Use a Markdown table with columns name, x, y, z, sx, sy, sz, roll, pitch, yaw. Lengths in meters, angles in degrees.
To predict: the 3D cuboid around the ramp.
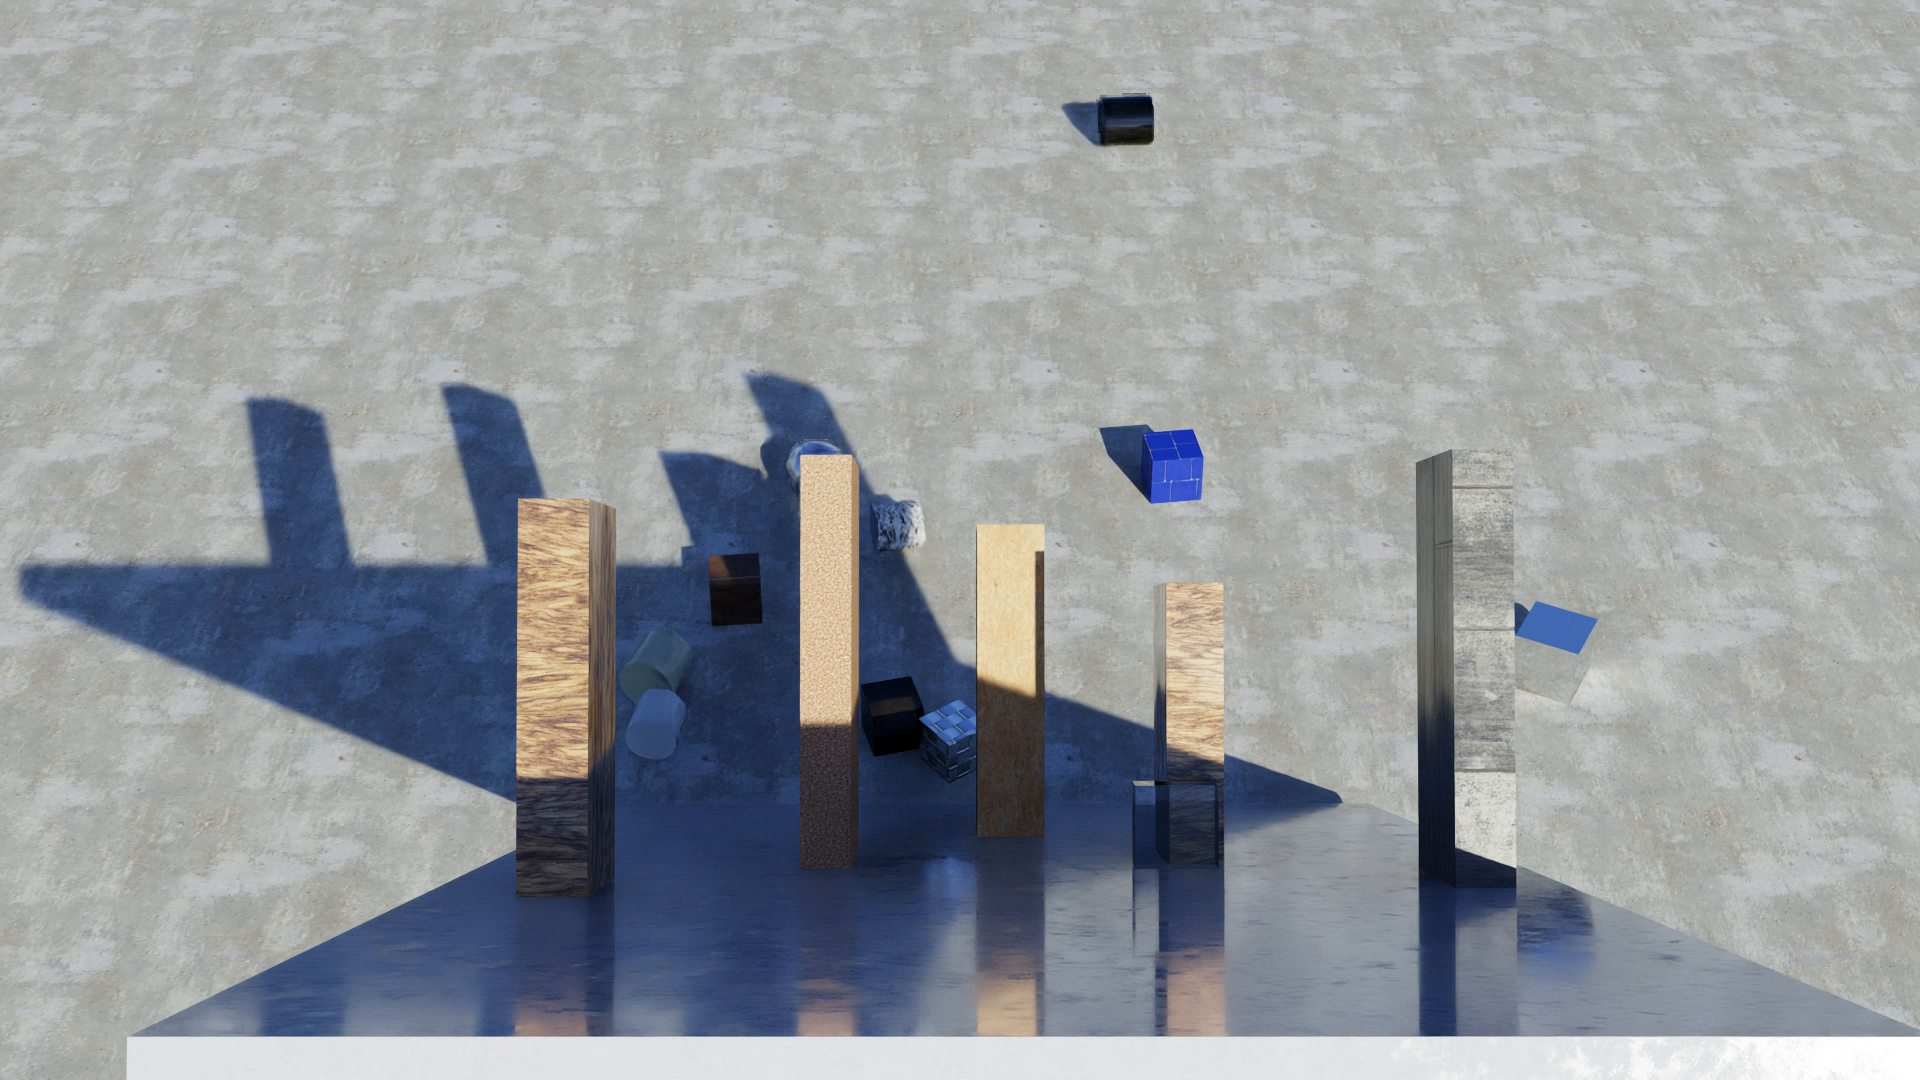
| name | x | y | z | sx | sy | sz | roll | pitch | yaw |
| --- | --- | --- | --- | --- | --- | --- | --- | --- | --- |
| ramp | 0.079 | 0.673 | 4.871 | 2.000 | 0.100 | 4.000 | 0 | -2 | 0 |

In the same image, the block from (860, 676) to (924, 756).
| name | x | y | z | sx | sy | sz | roll | pitch | yaw |
| --- | --- | --- | --- | --- | --- | --- | --- | --- | --- |
| block | -0.187 | 0.486 | 7.174 | 0.143 | 0.143 | 0.143 | -9 | 37 | -12 |

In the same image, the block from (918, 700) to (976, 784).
| name | x | y | z | sx | sy | sz | roll | pitch | yaw |
| --- | --- | --- | --- | --- | --- | --- | --- | --- | --- |
| block | -0.015 | 0.549 | 7.093 | 0.138 | 0.138 | 0.138 | -24 | 42 | -29 |

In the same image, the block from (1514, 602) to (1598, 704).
| name | x | y | z | sx | sy | sz | roll | pitch | yaw |
| --- | --- | --- | --- | --- | --- | --- | --- | --- | --- |
| block | 1.681 | 0.320 | 7.373 | 0.182 | 0.182 | 0.182 | 17 | 39 | 23 |

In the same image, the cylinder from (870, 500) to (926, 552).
| name | x | y | z | sx | sy | sz | roll | pitch | yaw |
| --- | --- | --- | --- | --- | --- | --- | --- | --- | --- |
| cylinder | -0.191 | -0.042 | 7.907 | 0.143 | 0.143 | 0.143 | -8 | 37 | -11 |

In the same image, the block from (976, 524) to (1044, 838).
| name | x | y | z | sx | sy | sz | roll | pitch | yaw |
| --- | --- | --- | --- | --- | --- | --- | --- | --- | --- |
| block | 0.112 | 0.317 | 5.937 | 0.149 | 0.688 | 0.408 | 0 | -2 | 0 |

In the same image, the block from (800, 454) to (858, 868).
| name | x | y | z | sx | sy | sz | roll | pitch | yaw |
| --- | --- | --- | --- | --- | --- | --- | --- | --- | --- |
| block | -0.257 | 0.238 | 5.150 | 0.097 | 0.789 | 0.373 | 0 | -2 | 0 |

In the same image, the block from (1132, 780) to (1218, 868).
| name | x | y | z | sx | sy | sz | roll | pitch | yaw |
| --- | --- | --- | --- | --- | --- | --- | --- | --- | --- |
| block | 0.415 | 0.549 | 5.023 | 0.158 | 0.158 | 0.158 | 0 | -2 | 1 |

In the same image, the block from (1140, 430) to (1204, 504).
| name | x | y | z | sx | sy | sz | roll | pitch | yaw |
| --- | --- | --- | --- | --- | --- | --- | --- | --- | --- |
| block | 0.665 | -0.231 | 8.154 | 0.161 | 0.161 | 0.161 | -5 | 36 | -6 |

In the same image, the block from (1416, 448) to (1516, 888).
| name | x | y | z | sx | sy | sz | roll | pitch | yaw |
| --- | --- | --- | --- | --- | --- | --- | --- | --- | --- |
| block | 0.925 | 0.232 | 4.767 | 0.107 | 0.773 | 0.368 | 0 | -2 | 0 |

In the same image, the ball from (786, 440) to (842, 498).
| name | x | y | z | sx | sy | sz | roll | pitch | yaw |
| --- | --- | --- | --- | --- | --- | --- | --- | --- | --- |
| ball | -0.447 | -0.213 | 8.099 | 0.196 | 0.196 | 0.196 | 0 | 36 | 0 |

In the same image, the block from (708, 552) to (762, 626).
| name | x | y | z | sx | sy | sz | roll | pitch | yaw |
| --- | --- | --- | --- | --- | --- | --- | --- | --- | --- |
| block | -0.660 | 0.145 | 7.643 | 0.148 | 0.148 | 0.148 | -3 | 36 | -5 |

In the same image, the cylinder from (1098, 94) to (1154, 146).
| name | x | y | z | sx | sy | sz | roll | pitch | yaw |
| --- | --- | --- | --- | --- | --- | --- | --- | --- | --- |
| cylinder | 0.643 | -1.622 | 10.055 | 0.190 | 0.190 | 0.190 | -3 | 36 | -5 |

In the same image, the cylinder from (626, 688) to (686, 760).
| name | x | y | z | sx | sy | sz | roll | pitch | yaw |
| --- | --- | --- | --- | --- | --- | --- | --- | --- | --- |
| cylinder | -0.835 | 0.507 | 7.150 | 0.139 | 0.139 | 0.139 | 5 | 36 | 6 |

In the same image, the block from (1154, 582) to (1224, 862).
| name | x | y | z | sx | sy | sz | roll | pitch | yaw |
| --- | --- | --- | --- | --- | --- | --- | --- | --- | --- |
| block | 0.462 | 0.364 | 5.276 | 0.112 | 0.547 | 0.333 | 0 | -2 | 0 |

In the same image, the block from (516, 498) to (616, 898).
| name | x | y | z | sx | sy | sz | roll | pitch | yaw |
| --- | --- | --- | --- | --- | --- | --- | --- | --- | --- |
| block | -0.693 | 0.274 | 4.592 | 0.121 | 0.677 | 0.349 | 0 | -2 | 0 |

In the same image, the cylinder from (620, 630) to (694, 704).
| name | x | y | z | sx | sy | sz | roll | pitch | yaw |
| --- | --- | --- | --- | --- | --- | --- | --- | --- | --- |
| cylinder | -0.856 | 0.363 | 7.332 | 0.159 | 0.159 | 0.159 | 10 | 37 | 14 |
